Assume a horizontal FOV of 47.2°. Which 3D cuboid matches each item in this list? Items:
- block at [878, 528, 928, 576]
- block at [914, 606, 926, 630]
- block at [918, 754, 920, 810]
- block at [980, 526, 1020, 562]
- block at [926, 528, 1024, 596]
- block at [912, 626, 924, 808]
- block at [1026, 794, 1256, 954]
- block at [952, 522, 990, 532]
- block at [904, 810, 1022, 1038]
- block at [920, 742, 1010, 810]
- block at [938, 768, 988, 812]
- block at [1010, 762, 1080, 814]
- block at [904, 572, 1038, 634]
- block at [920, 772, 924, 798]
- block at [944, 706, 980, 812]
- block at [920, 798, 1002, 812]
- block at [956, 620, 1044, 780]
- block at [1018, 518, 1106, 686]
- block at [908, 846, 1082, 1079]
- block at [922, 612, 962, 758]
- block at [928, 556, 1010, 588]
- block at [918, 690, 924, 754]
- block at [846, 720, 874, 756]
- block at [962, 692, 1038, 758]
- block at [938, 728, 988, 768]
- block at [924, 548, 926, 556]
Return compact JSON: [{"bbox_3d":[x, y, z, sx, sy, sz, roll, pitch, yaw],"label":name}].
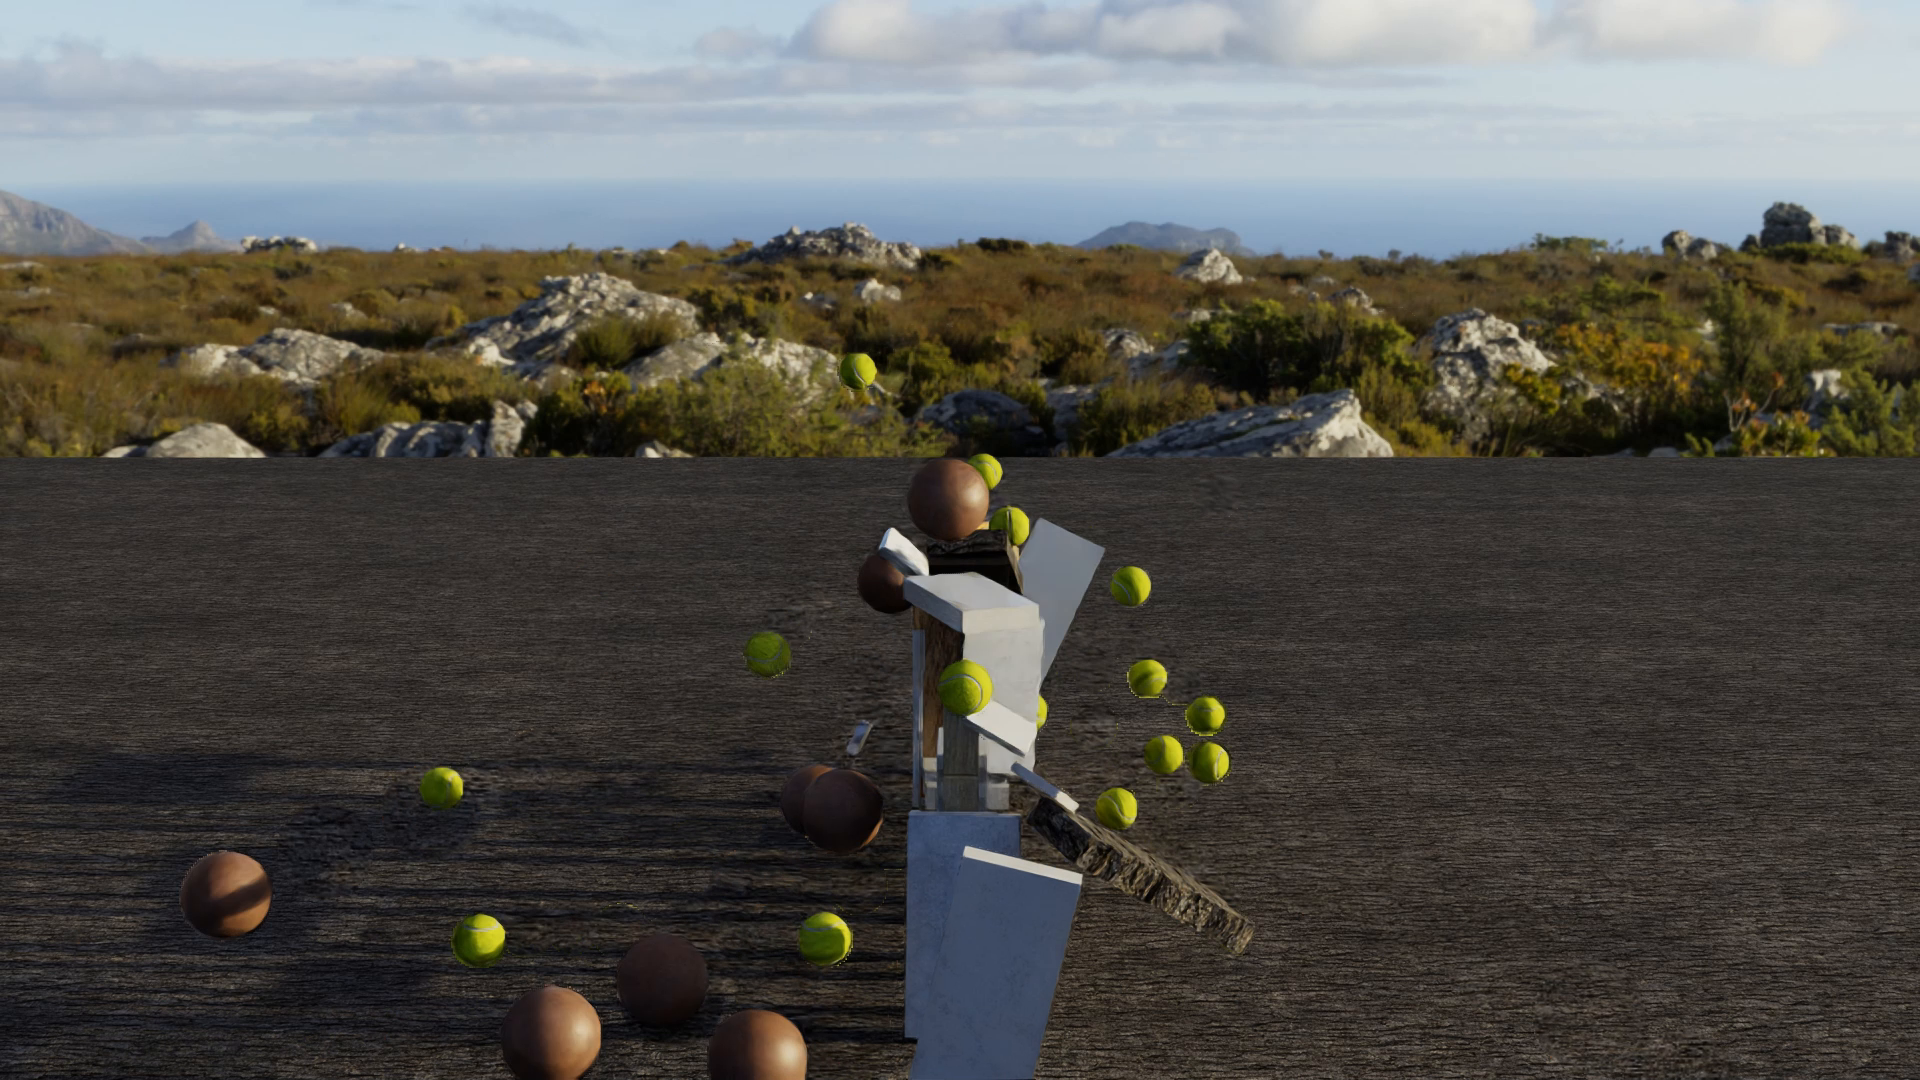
[{"bbox_3d":[-0.083,0.046,3.996,0.021,0.147,0.073,-42,15,27],"label":"block"},{"bbox_3d":[0.009,0.114,4.238,0.168,0.048,0.337,1,10,4],"label":"block"},{"bbox_3d":[-0.002,0.467,3.608,0.132,0.264,0.037,0,10,0],"label":"block"},{"bbox_3d":[0.078,0.038,4.017,0.064,0.129,0.018,-1,-23,-26],"label":"block"},{"bbox_3d":[0.028,0.046,3.721,0.131,0.037,0.263,-3,-20,7],"label":"block"},{"bbox_3d":[-0.004,0.331,4.132,0.168,0.337,0.048,0,1,1],"label":"block"},{"bbox_3d":[0.251,0.463,3.046,0.312,0.044,0.156,32,1,-26],"label":"block"},{"bbox_3d":[0.017,0.041,4.091,0.073,0.147,0.021,-5,13,-35],"label":"block"},{"bbox_3d":[0.005,0.539,3.079,0.156,0.312,0.044,1,1,5],"label":"block"},{"bbox_3d":[0.005,0.365,3.416,0.124,0.035,0.248,1,11,-3],"label":"block"},{"bbox_3d":[0.003,0.389,3.144,0.071,0.142,0.020,0,11,0],"label":"block"},{"bbox_3d":[0.116,0.340,3.028,0.099,0.014,0.049,28,-9,47],"label":"block"},{"bbox_3d":[0.014,0.094,3.344,0.122,0.035,0.244,-4,12,-22],"label":"block"},{"bbox_3d":[-0.002,0.490,3.521,0.124,0.248,0.035,1,10,-1],"label":"block"},{"bbox_3d":[0.002,0.350,3.104,0.049,0.234,0.014,1,8,3],"label":"block"},{"bbox_3d":[-0.001,0.520,3.357,0.124,0.248,0.035,1,10,-1],"label":"block"},{"bbox_3d":[0.057,0.237,3.354,0.122,0.244,0.035,7,-15,-8],"label":"block"},{"bbox_3d":[0.134,0.127,3.924,0.131,0.306,0.037,26,-4,-1],"label":"block"},{"bbox_3d":[0.045,0.568,2.857,0.156,0.312,0.044,14,10,1],"label":"block"},{"bbox_3d":[0.005,0.219,3.436,0.122,0.244,0.035,1,12,-3],"label":"block"},{"bbox_3d":[0.013,0.154,3.641,0.131,0.263,0.037,0,23,-1],"label":"block"},{"bbox_3d":[-0.002,0.303,3.668,0.132,0.037,0.264,0,11,0],"label":"block"},{"bbox_3d":[-0.191,0.376,4.185,0.018,0.064,0.255,27,-5,2],"label":"block"},{"bbox_3d":[0.056,0.258,3.069,0.099,0.014,0.049,31,51,-7],"label":"block"},{"bbox_3d":[0.003,0.300,3.177,0.071,0.020,0.142,0,10,0],"label":"block"},{"bbox_3d":[-0.046,0.049,4.150,0.021,0.073,0.147,-15,-3,-5],"label":"block"}]
